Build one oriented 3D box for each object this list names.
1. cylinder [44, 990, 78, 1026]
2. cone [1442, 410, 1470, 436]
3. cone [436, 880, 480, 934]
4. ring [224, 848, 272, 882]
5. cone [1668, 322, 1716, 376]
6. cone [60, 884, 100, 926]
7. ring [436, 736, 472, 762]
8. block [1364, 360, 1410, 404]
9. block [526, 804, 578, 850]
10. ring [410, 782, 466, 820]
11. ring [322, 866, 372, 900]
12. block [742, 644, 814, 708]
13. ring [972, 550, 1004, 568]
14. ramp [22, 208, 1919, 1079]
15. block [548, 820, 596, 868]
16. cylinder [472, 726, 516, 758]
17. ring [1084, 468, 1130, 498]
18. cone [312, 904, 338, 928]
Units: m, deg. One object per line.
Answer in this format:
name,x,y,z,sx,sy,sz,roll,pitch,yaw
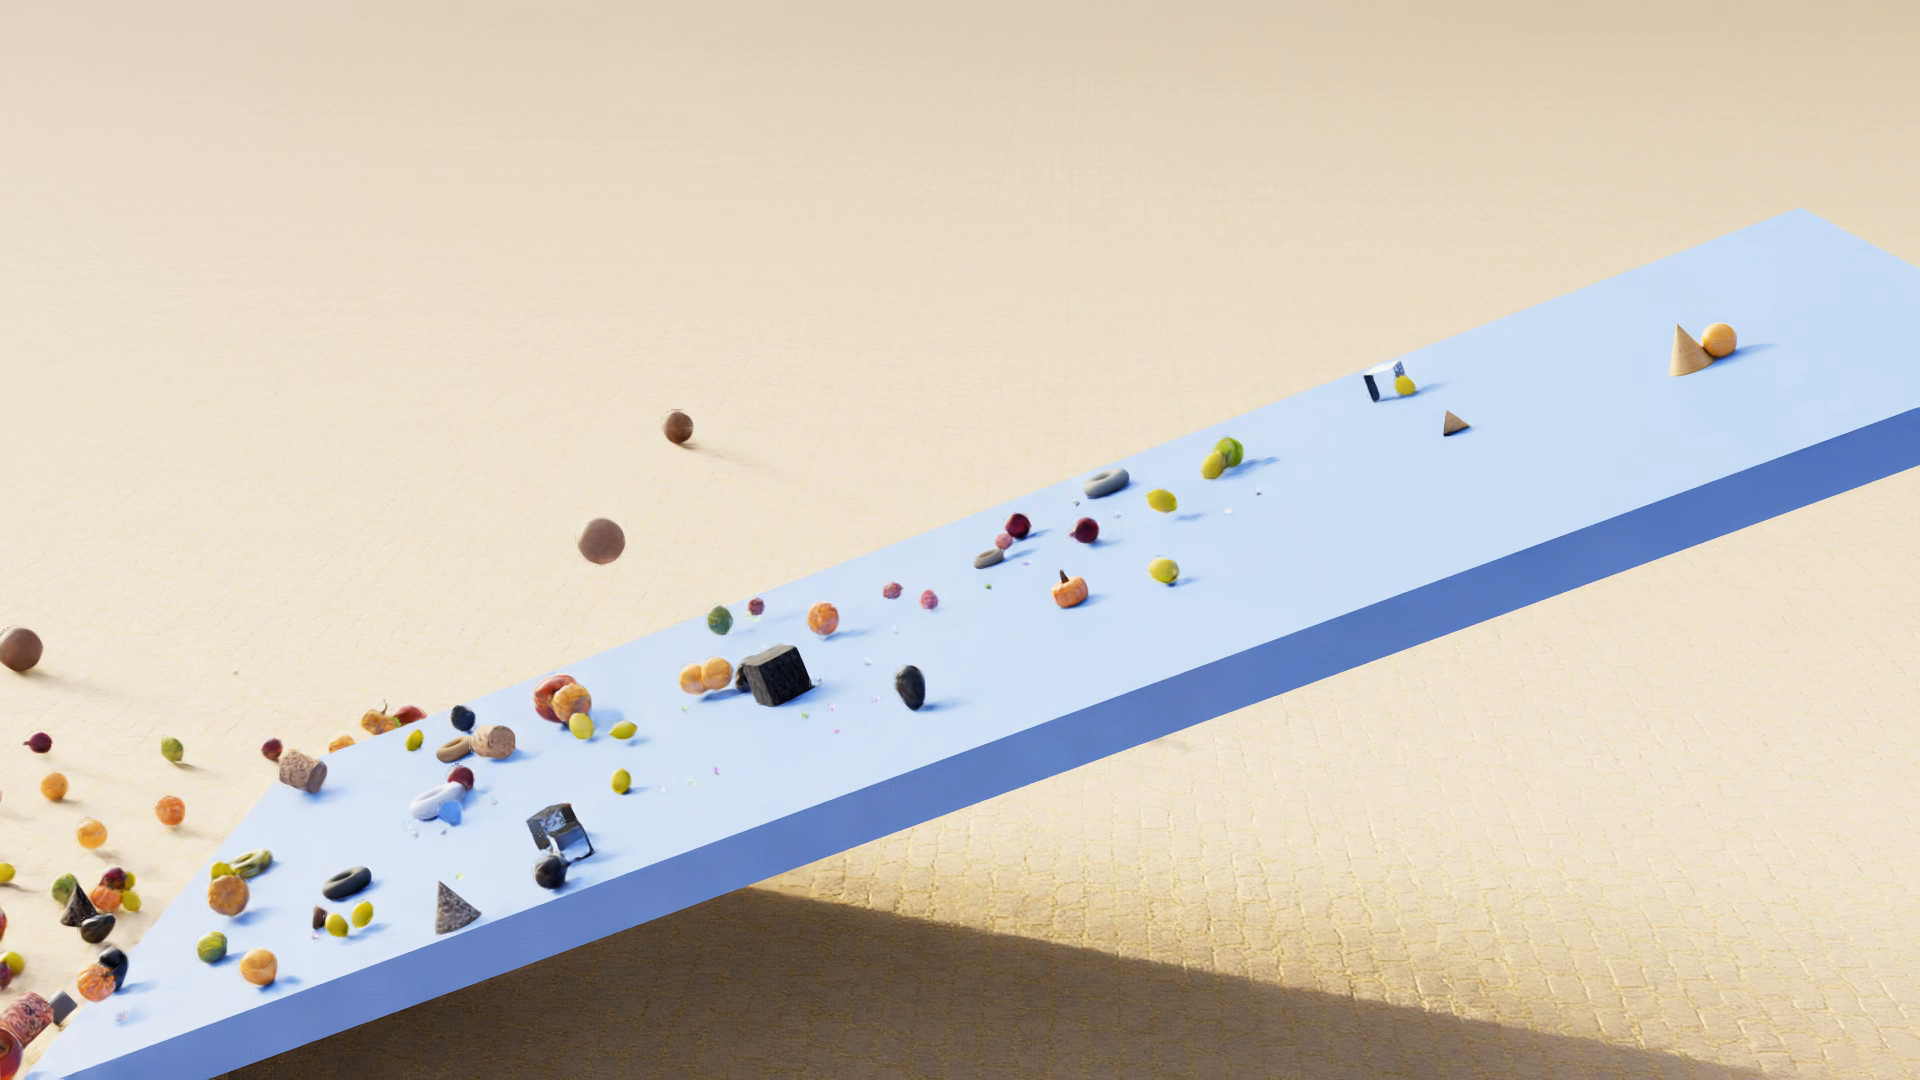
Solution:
cylinder,-1.877,0.973,6.126,0.053,0.053,0.053,13,49,44
cone,1.049,-0.244,6.197,0.056,0.056,0.056,8,15,11
cone,-0.958,0.676,5.505,0.092,0.092,0.092,-21,12,5
ring,-1.584,0.724,6.542,0.117,0.039,0.117,-20,13,5
cone,1.465,-0.394,5.949,0.098,0.098,0.098,-21,12,5
cone,-2.010,0.824,6.710,0.090,0.090,0.090,0,13,0
ring,-1.179,0.489,6.884,0.098,0.033,0.098,-20,13,5
block,0.980,-0.363,6.752,0.068,0.068,0.068,-12,15,38
block,-0.797,0.564,5.782,0.066,0.066,0.066,-10,17,45
ring,-1.141,0.570,6.429,0.128,0.043,0.128,-22,11,4
ring,-1.262,0.706,6.054,0.108,0.036,0.108,-21,10,4
block,-0.387,0.286,6.215,0.097,0.097,0.097,-27,13,-23
ring,0.064,0.043,6.676,0.075,0.025,0.075,-20,13,5
ramp,0.121,0.175,6.293,4.000,0.100,2.000,-20,12,7
block,-0.744,0.581,5.625,0.060,0.060,0.060,-25,12,-17
cylinder,-1.061,0.459,6.696,0.075,0.075,0.075,-10,4,-37
ring,0.345,-0.135,6.941,0.115,0.038,0.115,-21,13,5
cone,-1.261,0.754,5.866,0.052,0.052,0.052,14,10,-13
